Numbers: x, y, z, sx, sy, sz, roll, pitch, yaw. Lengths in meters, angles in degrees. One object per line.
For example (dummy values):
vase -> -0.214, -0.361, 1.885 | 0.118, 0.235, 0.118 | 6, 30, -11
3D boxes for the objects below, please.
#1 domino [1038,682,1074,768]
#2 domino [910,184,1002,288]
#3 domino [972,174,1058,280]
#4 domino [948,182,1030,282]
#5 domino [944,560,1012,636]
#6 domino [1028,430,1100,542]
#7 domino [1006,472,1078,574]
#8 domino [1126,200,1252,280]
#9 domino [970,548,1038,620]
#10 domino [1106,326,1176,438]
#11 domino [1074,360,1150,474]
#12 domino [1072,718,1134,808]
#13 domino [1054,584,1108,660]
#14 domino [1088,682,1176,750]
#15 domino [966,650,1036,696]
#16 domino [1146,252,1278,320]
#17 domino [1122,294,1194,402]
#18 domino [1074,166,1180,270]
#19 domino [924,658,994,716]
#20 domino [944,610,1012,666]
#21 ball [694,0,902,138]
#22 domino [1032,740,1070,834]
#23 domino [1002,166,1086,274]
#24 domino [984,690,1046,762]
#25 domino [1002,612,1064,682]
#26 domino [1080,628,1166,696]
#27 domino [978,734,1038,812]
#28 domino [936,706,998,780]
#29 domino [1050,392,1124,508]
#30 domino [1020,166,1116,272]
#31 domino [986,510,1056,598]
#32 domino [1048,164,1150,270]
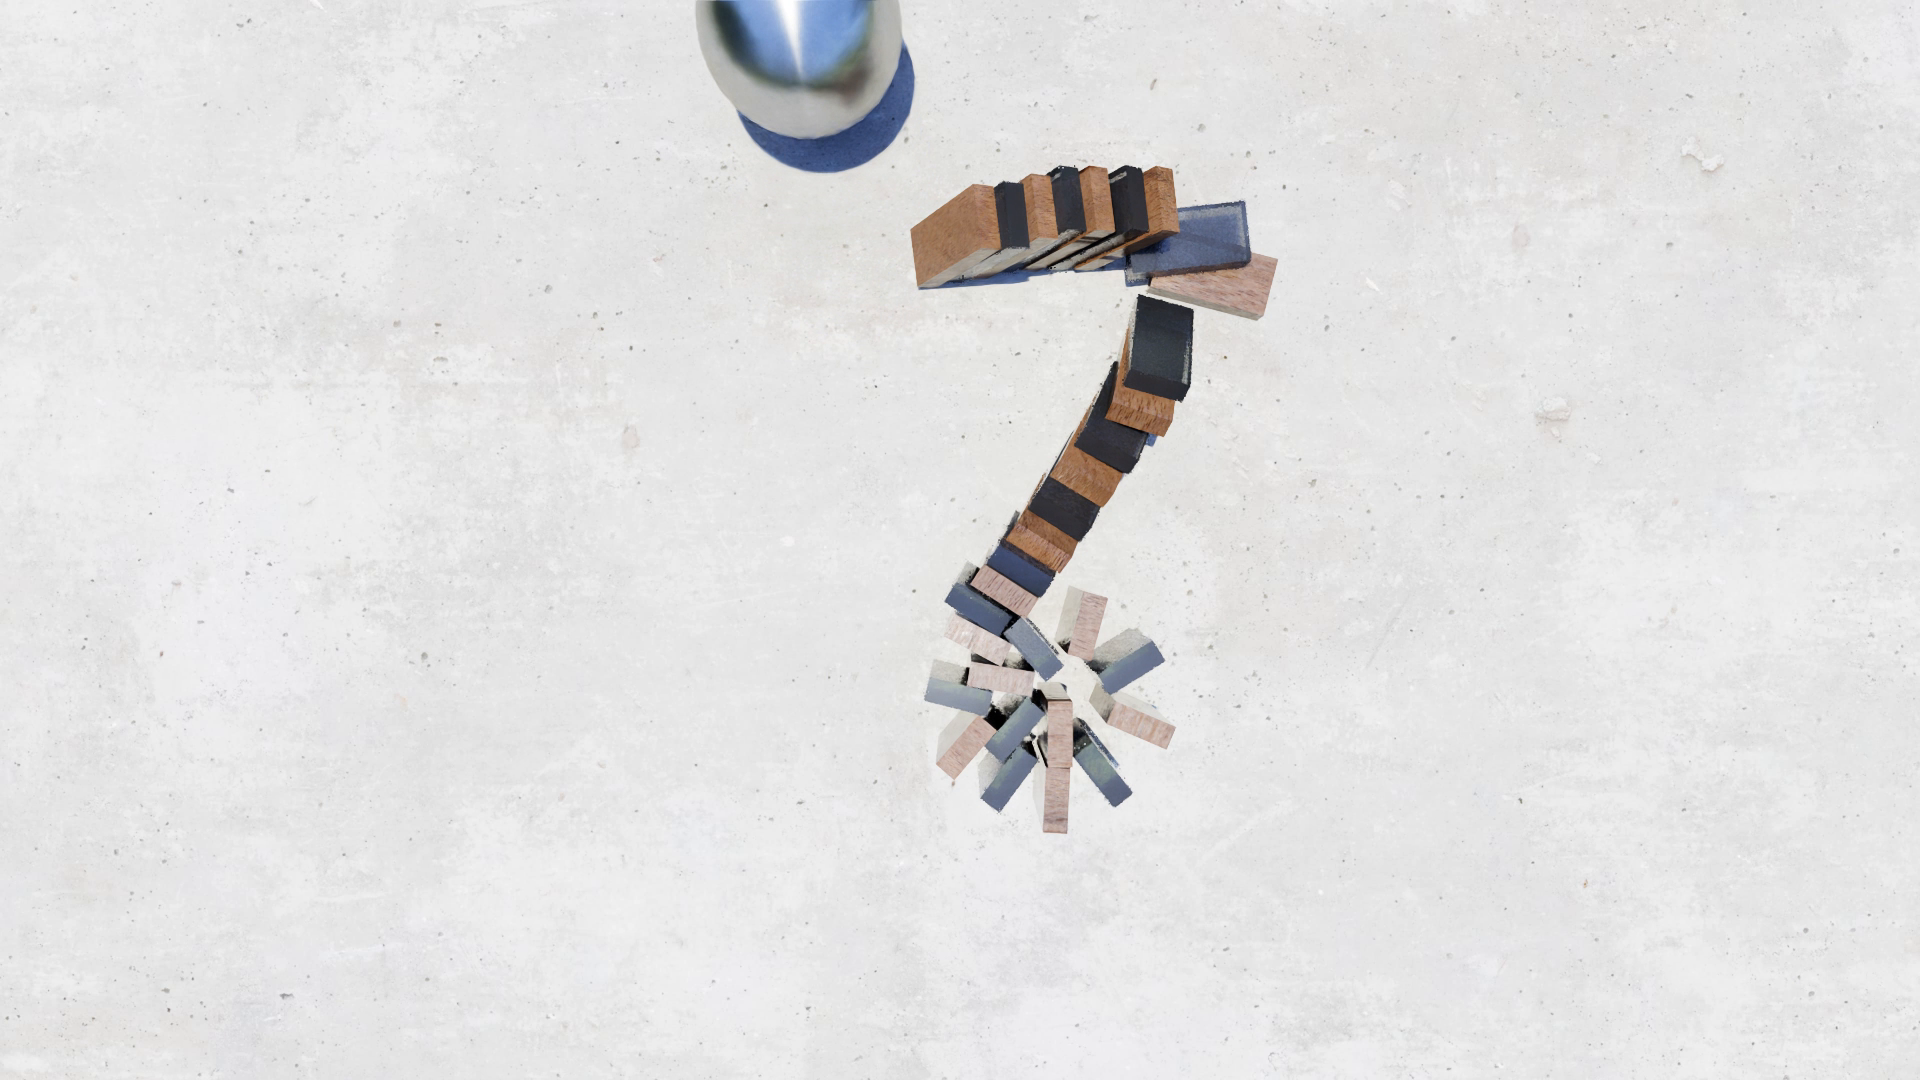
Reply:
domino -> 0.038, 0.074, 0.375 | 0.009, 0.050, 0.025 | 0, 90, 0
domino -> -0.003, -0.124, 0.376 | 0.010, 0.050, 0.025 | -7, 90, -33
domino -> 0.020, -0.128, 0.376 | 0.009, 0.050, 0.025 | -7, 90, -33
domino -> 0.009, -0.125, 0.376 | 0.010, 0.050, 0.025 | -7, 92, -33
domino -> 0.009, 0.023, 0.375 | 0.025, 0.050, 0.010 | 33, 100, 0
domino -> 0.048, -0.023, 0.379 | 0.025, 0.050, 0.010 | 32, 134, 0
domino -> 0.038, -0.008, 0.376 | 0.025, 0.050, 0.010 | 32, 122, 0
domino -> 0.095, -0.126, 0.386 | 0.050, 0.010, 0.025 | -6, 90, 0
domino -> 0.019, 0.017, 0.375 | 0.025, 0.050, 0.009 | 32, 98, 0
domino -> 0.077, -0.066, 0.381 | 0.025, 0.009, 0.050 | 18, 51, 0
domino -> 0.067, -0.052, 0.380 | 0.025, 0.010, 0.050 | 28, 50, 0
domino -> 0.055, 0.090, 0.375 | 0.009, 0.050, 0.025 | -39, 90, 0
domino -> 0.049, 0.033, 0.375 | 0.009, 0.050, 0.025 | 15, 90, 0
domino -> 0.069, 0.071, 0.375 | 0.025, 0.050, 0.009 | 23, 90, 0
domino -> 0.016, 0.053, 0.375 | 0.025, 0.050, 0.010 | 9, 91, 0
domino -> 0.108, -0.114, 0.395 | 0.050, 0.009, 0.025 | 14, 90, 0
domino -> 0.083, -0.080, 0.380 | 0.025, 0.010, 0.050 | 15, 51, -2
domino -> 0.066, -0.131, 0.377 | 0.010, 0.050, 0.025 | -6, 90, -36
domino -> -0.001, 0.060, 0.375 | 0.025, 0.050, 0.010 | 14, 90, 0
domino -> 0.007, 0.038, 0.375 | 0.025, 0.050, 0.009 | 28, 91, 0
ball -> -0.063, -0.201, 0.360 | 0.080, 0.080, 0.080 | 0, 90, 0
domino -> 0.037, 0.100, 0.375 | 0.009, 0.050, 0.025 | 3, 90, 0
domino -> 0.031, -0.130, 0.376 | 0.009, 0.050, 0.025 | -7, 89, -33
domino -> 0.021, 0.073, 0.375 | 0.010, 0.050, 0.025 | 42, 90, 0
domino -> 0.028, 0.041, 0.375 | 0.009, 0.050, 0.025 | -41, 92, 1
domino -> 0.066, 0.049, 0.375 | 0.025, 0.050, 0.010 | -32, 90, 0
domino -> 0.019, 0.092, 0.375 | 0.009, 0.050, 0.025 | 36, 90, 0
domino -> 0.002, 0.079, 0.375 | 0.010, 0.050, 0.025 | 41, 90, 0
domino -> 0.058, -0.038, 0.380 | 0.025, 0.009, 0.050 | 31, 49, 0
domino -> 0.042, -0.131, 0.376 | 0.010, 0.050, 0.025 | -7, 90, -33
domino -> 0.028, 0.005, 0.375 | 0.025, 0.050, 0.009 | 32, 110, 0
domino -> 0.055, -0.131, 0.377 | 0.009, 0.050, 0.025 | -7, 90, -36
